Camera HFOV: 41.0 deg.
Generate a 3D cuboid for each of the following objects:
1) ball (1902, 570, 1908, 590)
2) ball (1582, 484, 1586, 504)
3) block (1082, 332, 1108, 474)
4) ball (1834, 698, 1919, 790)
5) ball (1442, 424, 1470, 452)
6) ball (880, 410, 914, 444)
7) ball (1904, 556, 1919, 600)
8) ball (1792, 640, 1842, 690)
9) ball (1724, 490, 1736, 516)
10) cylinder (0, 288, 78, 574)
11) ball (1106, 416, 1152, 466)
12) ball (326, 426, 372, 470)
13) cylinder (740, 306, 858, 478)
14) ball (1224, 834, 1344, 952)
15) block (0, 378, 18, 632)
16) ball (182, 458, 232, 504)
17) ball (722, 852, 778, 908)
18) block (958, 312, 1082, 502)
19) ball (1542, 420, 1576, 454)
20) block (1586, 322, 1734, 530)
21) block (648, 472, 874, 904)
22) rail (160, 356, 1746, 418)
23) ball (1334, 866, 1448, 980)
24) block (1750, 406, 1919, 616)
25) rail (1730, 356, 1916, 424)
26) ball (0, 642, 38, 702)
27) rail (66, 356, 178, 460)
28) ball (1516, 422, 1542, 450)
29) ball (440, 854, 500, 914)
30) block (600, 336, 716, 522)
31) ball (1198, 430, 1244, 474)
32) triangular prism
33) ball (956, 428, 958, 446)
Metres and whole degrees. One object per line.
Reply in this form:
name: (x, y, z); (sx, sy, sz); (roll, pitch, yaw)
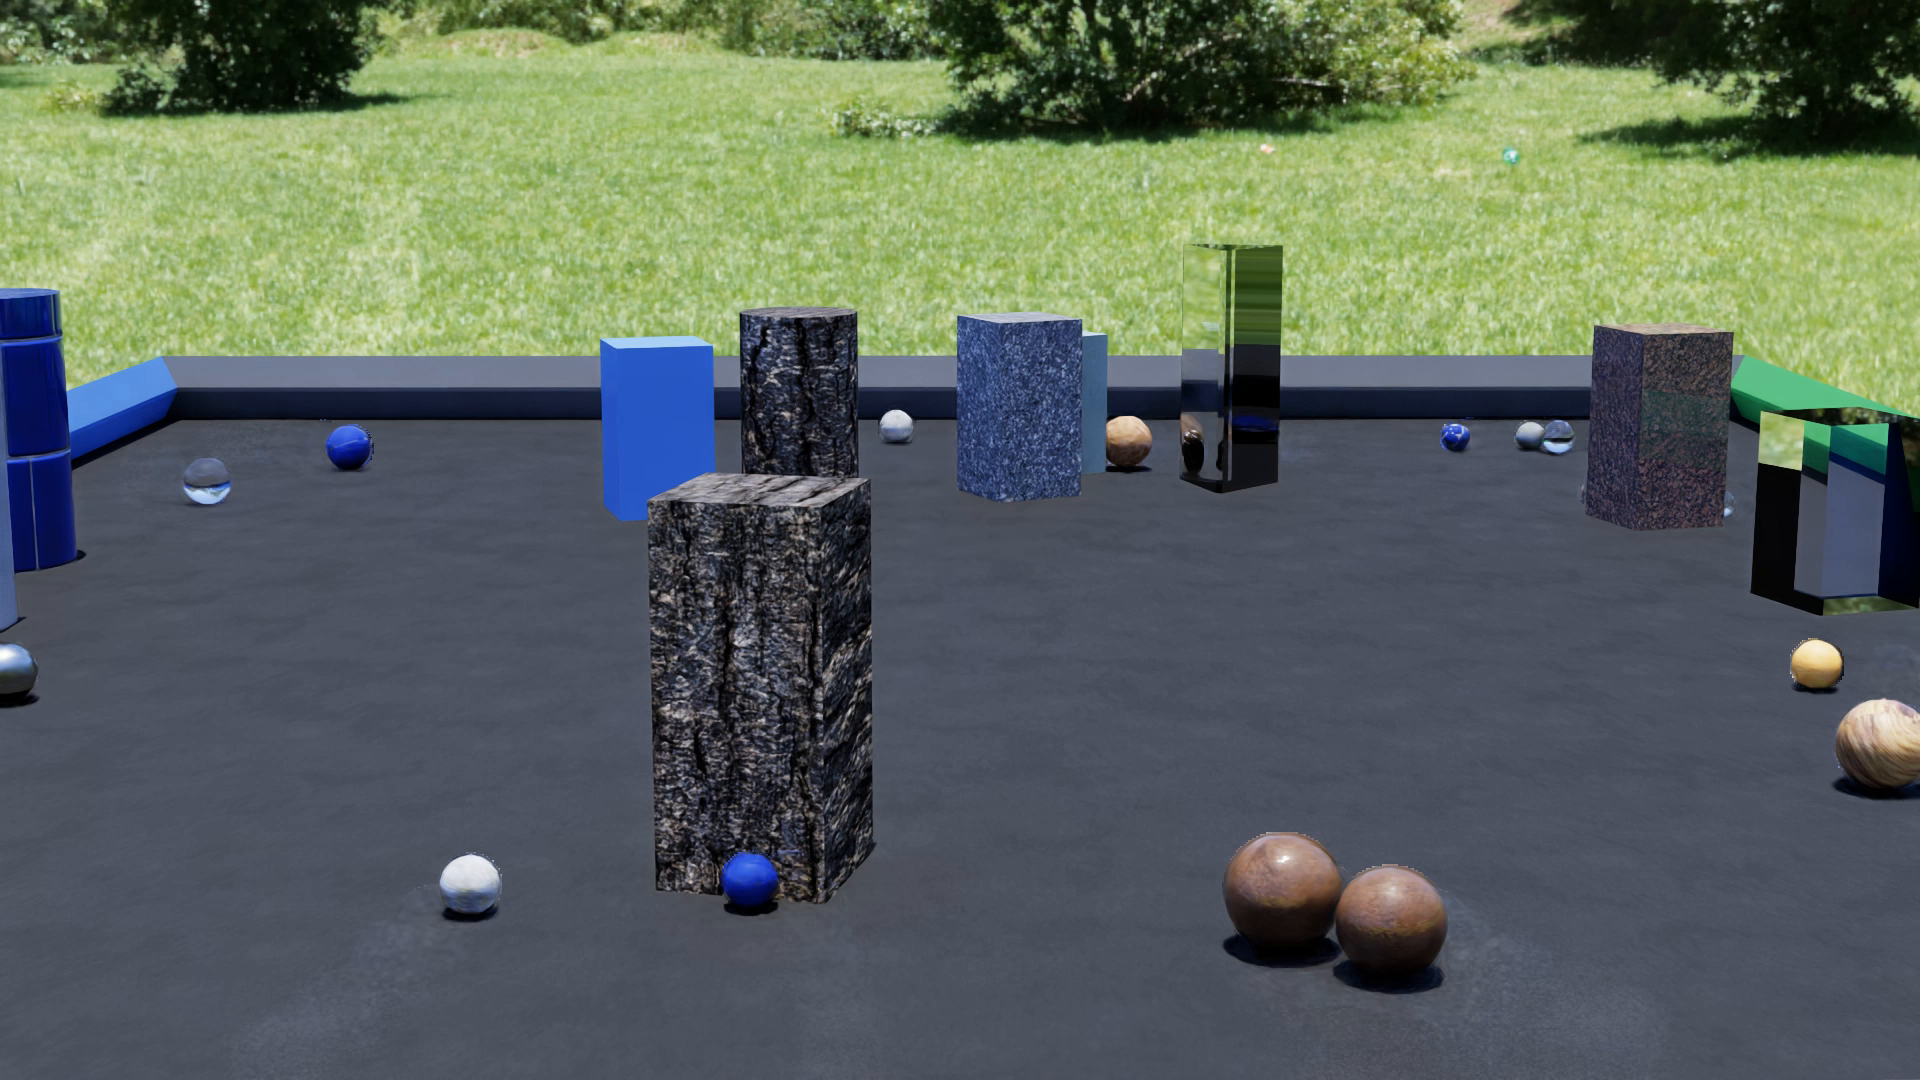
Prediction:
ball: (1.334, 0.054, 3.566); (0.046, 0.046, 0.046); (0, 10, 0)
ball: (1.059, -0.078, 4.271); (0.048, 0.048, 0.048); (0, 10, 0)
block: (0.155, -0.249, 4.642); (0.157, 0.250, 0.157); (-8, 13, -36)
ball: (0.938, 0.208, 2.605); (0.093, 0.093, 0.093); (0, 10, 0)
ball: (0.944, -0.195, 4.890); (0.054, 0.054, 0.054); (0, 10, 0)
ball: (-0.124, -0.221, 4.994); (0.066, 0.066, 0.066); (0, 10, 0)
ball: (1.329, 0.053, 3.507); (0.069, 0.069, 0.069); (0, 10, 0)
ball: (1.012, 0.147, 3.030); (0.057, 0.057, 0.057); (0, 10, 0)
ball: (1.230, -0.059, 4.148); (0.045, 0.045, 0.045); (0, 10, 0)
cylinder: (-1.412, -0.163, 3.767); (0.197, 0.398, 0.197); (0, 10, 0)
ball: (0.302, -0.180, 4.667); (0.094, 0.094, 0.094); (0, 10, 0)
ball: (-1.113, -0.168, 4.671); (0.080, 0.080, 0.080); (0, 10, 0)
cylinder: (-0.270, -0.224, 4.311); (0.197, 0.320, 0.197); (0, 10, 0)
ball: (0.269, 0.293, 2.131); (0.098, 0.098, 0.098); (0, 10, 0)
block: (-1.326, -0.057, 3.287); (0.157, 0.366, 0.157); (0, 10, -1)
ball: (-1.262, -0.099, 4.302); (0.079, 0.079, 0.079); (0, 10, 0)
ball: (-0.183, 0.298, 2.242); (0.048, 0.048, 0.048); (0, 10, 0)
block: (0.101, -0.231, 4.398); (0.157, 0.303, 0.157); (-5, 12, -27)
ball: (1.135, -0.195, 4.866); (0.063, 0.063, 0.063); (0, 10, 0)
block: (1.123, -0.185, 4.128); (0.157, 0.311, 0.157); (-3, 11, -16)
block: (-0.177, 0.129, 2.317); (0.157, 0.354, 0.157); (3, 11, 13)
rail: (-0.011, -0.317, 5.337); (3.307, 0.128, 0.045); (0, 10, 0)
ball: (0.348, 0.309, 2.070); (0.090, 0.090, 0.090); (0, 10, 0)
block: (1.202, -0.042, 3.508); (0.157, 0.256, 0.157); (-3, 11, -17)
rail: (1.630, 0.031, 3.458); (0.045, 0.128, 3.888); (0, 10, 0)
ball: (-1.104, 0.153, 2.967); (0.069, 0.069, 0.069); (0, 10, 0)
rail: (-1.630, 0.035, 3.440); (0.045, 0.128, 3.888); (0, 10, 0)
ball: (1.092, -0.199, 4.912); (0.053, 0.053, 0.053); (0, 10, 0)
ball: (-0.425, 0.299, 2.226); (0.052, 0.052, 0.052); (0, 10, 0)
block: (-0.497, -0.186, 4.218); (0.157, 0.280, 0.157); (-3, 11, -17)
ball: (0.467, -0.158, 4.595); (0.079, 0.079, 0.079); (0, 10, 0)
triangular prism: (0.449, -0.305, 4.488); (0.148, 0.417, 0.170); (9, 14, 41)
ball: (0.039, -0.189, 4.725); (0.095, 0.095, 0.095); (0, 10, 0)
